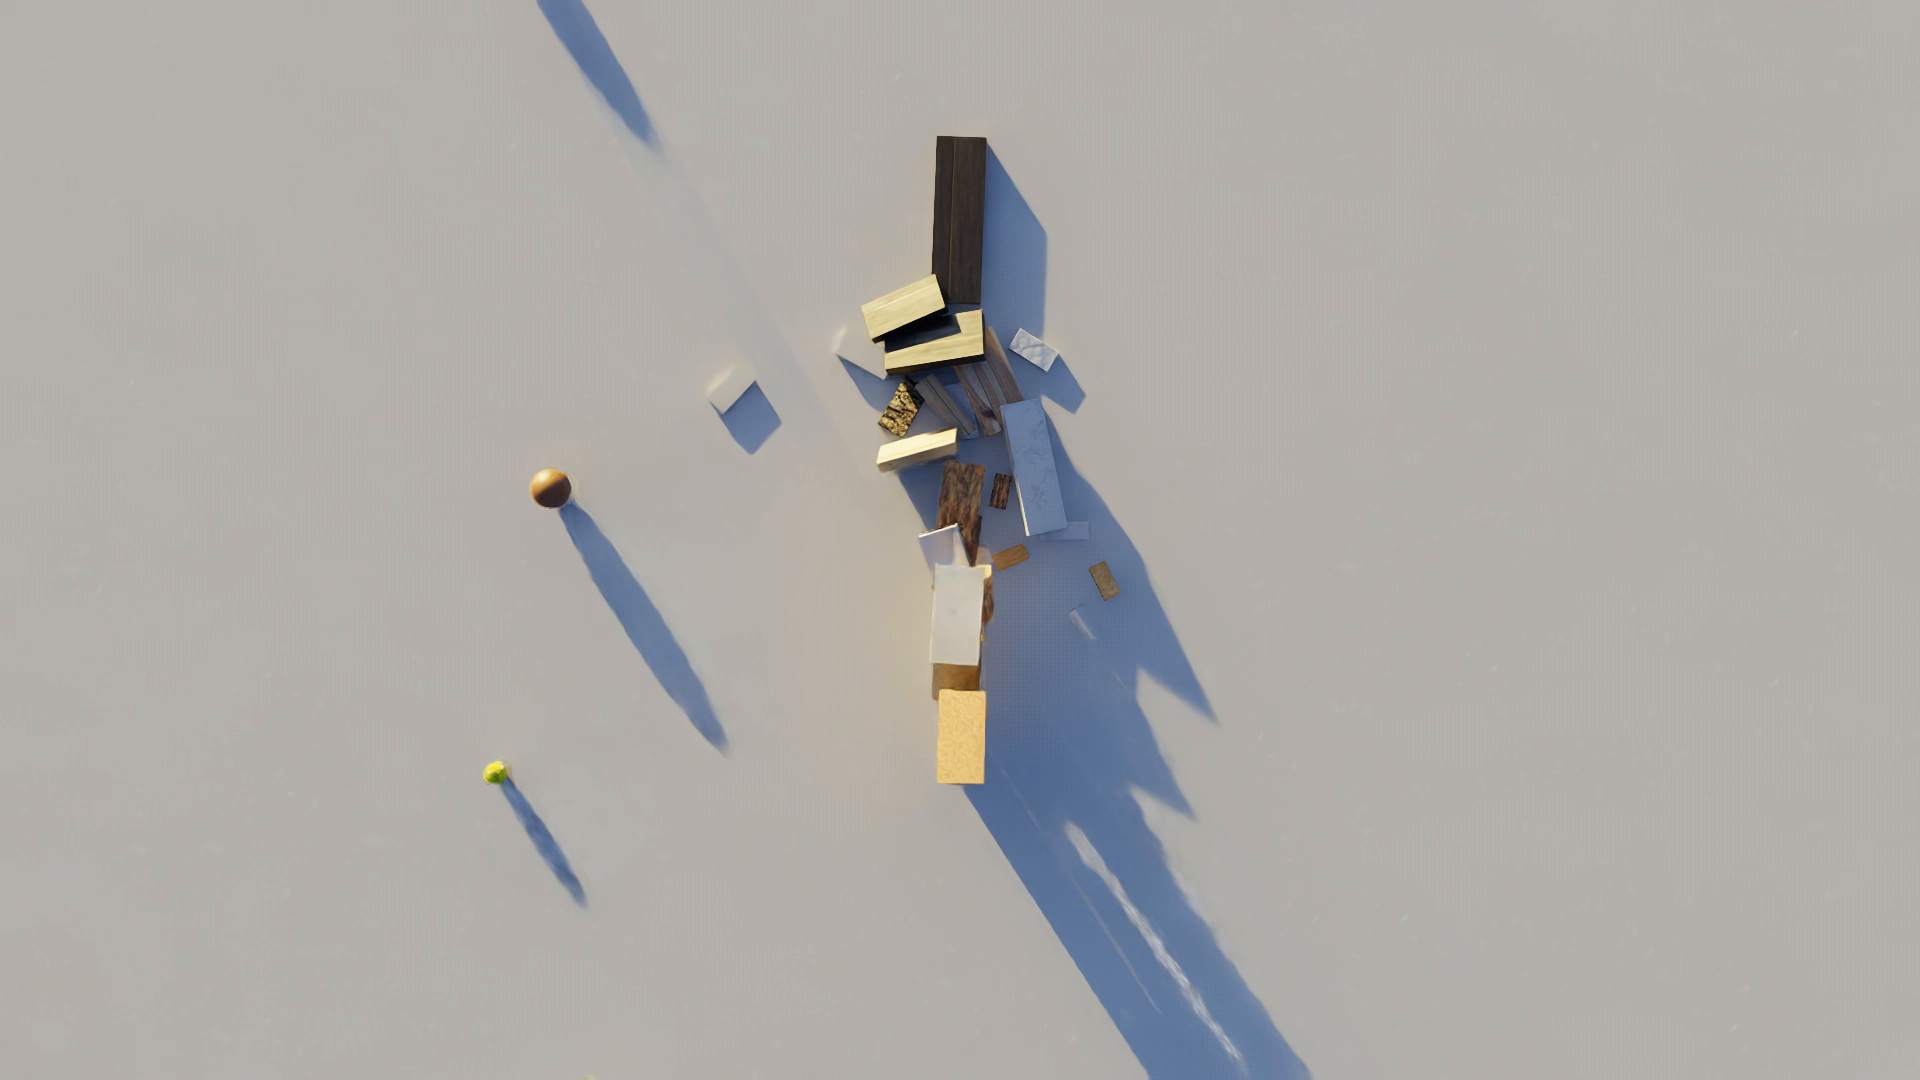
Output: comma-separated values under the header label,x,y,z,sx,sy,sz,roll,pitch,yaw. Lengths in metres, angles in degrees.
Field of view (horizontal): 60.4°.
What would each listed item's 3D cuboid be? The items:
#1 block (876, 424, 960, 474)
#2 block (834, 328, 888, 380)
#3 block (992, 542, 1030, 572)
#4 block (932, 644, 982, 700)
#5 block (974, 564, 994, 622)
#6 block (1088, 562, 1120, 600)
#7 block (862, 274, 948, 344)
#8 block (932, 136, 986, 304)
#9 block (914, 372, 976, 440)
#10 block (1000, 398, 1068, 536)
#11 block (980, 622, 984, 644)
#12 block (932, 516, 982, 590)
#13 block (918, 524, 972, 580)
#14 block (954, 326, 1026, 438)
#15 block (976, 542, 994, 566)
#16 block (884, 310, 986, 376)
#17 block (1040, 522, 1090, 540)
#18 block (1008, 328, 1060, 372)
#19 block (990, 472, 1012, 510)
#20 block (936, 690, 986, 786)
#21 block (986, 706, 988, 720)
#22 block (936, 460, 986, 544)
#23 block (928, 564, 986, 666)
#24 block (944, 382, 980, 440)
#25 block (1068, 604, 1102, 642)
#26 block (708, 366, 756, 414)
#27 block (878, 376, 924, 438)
label,x,y,z,sx,sy,sz,roll,pitch,yaw
block,-0.134,-0.298,5.406,0.268,0.134,0.038,-15,117,12
block,-0.311,-0.618,5.487,0.188,0.027,0.094,29,90,0
block,0.169,0.057,5.492,0.113,0.016,0.057,-23,90,0
block,-0.010,0.424,5.271,0.152,0.315,0.043,5,56,2
block,0.029,0.182,5.285,0.152,0.303,0.043,-8,59,-2
block,0.482,0.136,5.492,0.060,0.017,0.120,-27,90,0
block,-0.181,-0.760,5.428,0.268,0.038,0.134,-22,64,11
block,-0.005,-1.062,5.477,0.166,0.047,0.546,2,90,0
block,-0.048,-0.438,5.463,0.076,0.022,0.236,-38,90,0
block,0.243,-0.241,5.437,0.134,0.038,0.437,-13,94,-12
block,0.040,0.268,5.432,0.075,0.021,0.149,-2,63,5
block,-0.009,0.042,5.443,0.131,0.037,0.261,8,90,3
block,-0.031,0.092,5.386,0.131,0.037,0.261,-18,99,9
block,0.097,-0.524,5.461,0.166,0.047,0.331,-25,90,-11
block,0.030,0.070,5.474,0.149,0.021,0.075,-26,94,3
block,-0.082,-0.647,5.410,0.331,0.047,0.166,-8,66,13
block,0.348,-0.031,5.492,0.161,0.017,0.060,-2,90,0
block,0.245,-0.631,5.489,0.153,0.022,0.077,32,90,0
block,0.135,-0.162,5.492,0.057,0.016,0.113,12,90,0
block,0.005,0.605,5.055,0.142,0.040,0.284,2,75,0
block,0.012,0.564,5.244,0.142,0.284,0.040,10,74,1
block,-0.001,-0.123,5.401,0.131,0.037,0.261,8,92,3
block,-0.009,0.232,5.109,0.152,0.043,0.303,4,89,1
block,-0.001,-0.426,5.487,0.094,0.027,0.188,-11,90,0
block,0.417,0.277,5.492,0.060,0.017,0.120,-35,90,0
block,-0.762,-0.501,5.489,0.077,0.022,0.153,43,90,0
block,-0.186,-0.444,5.487,0.094,0.027,0.188,30,90,0
